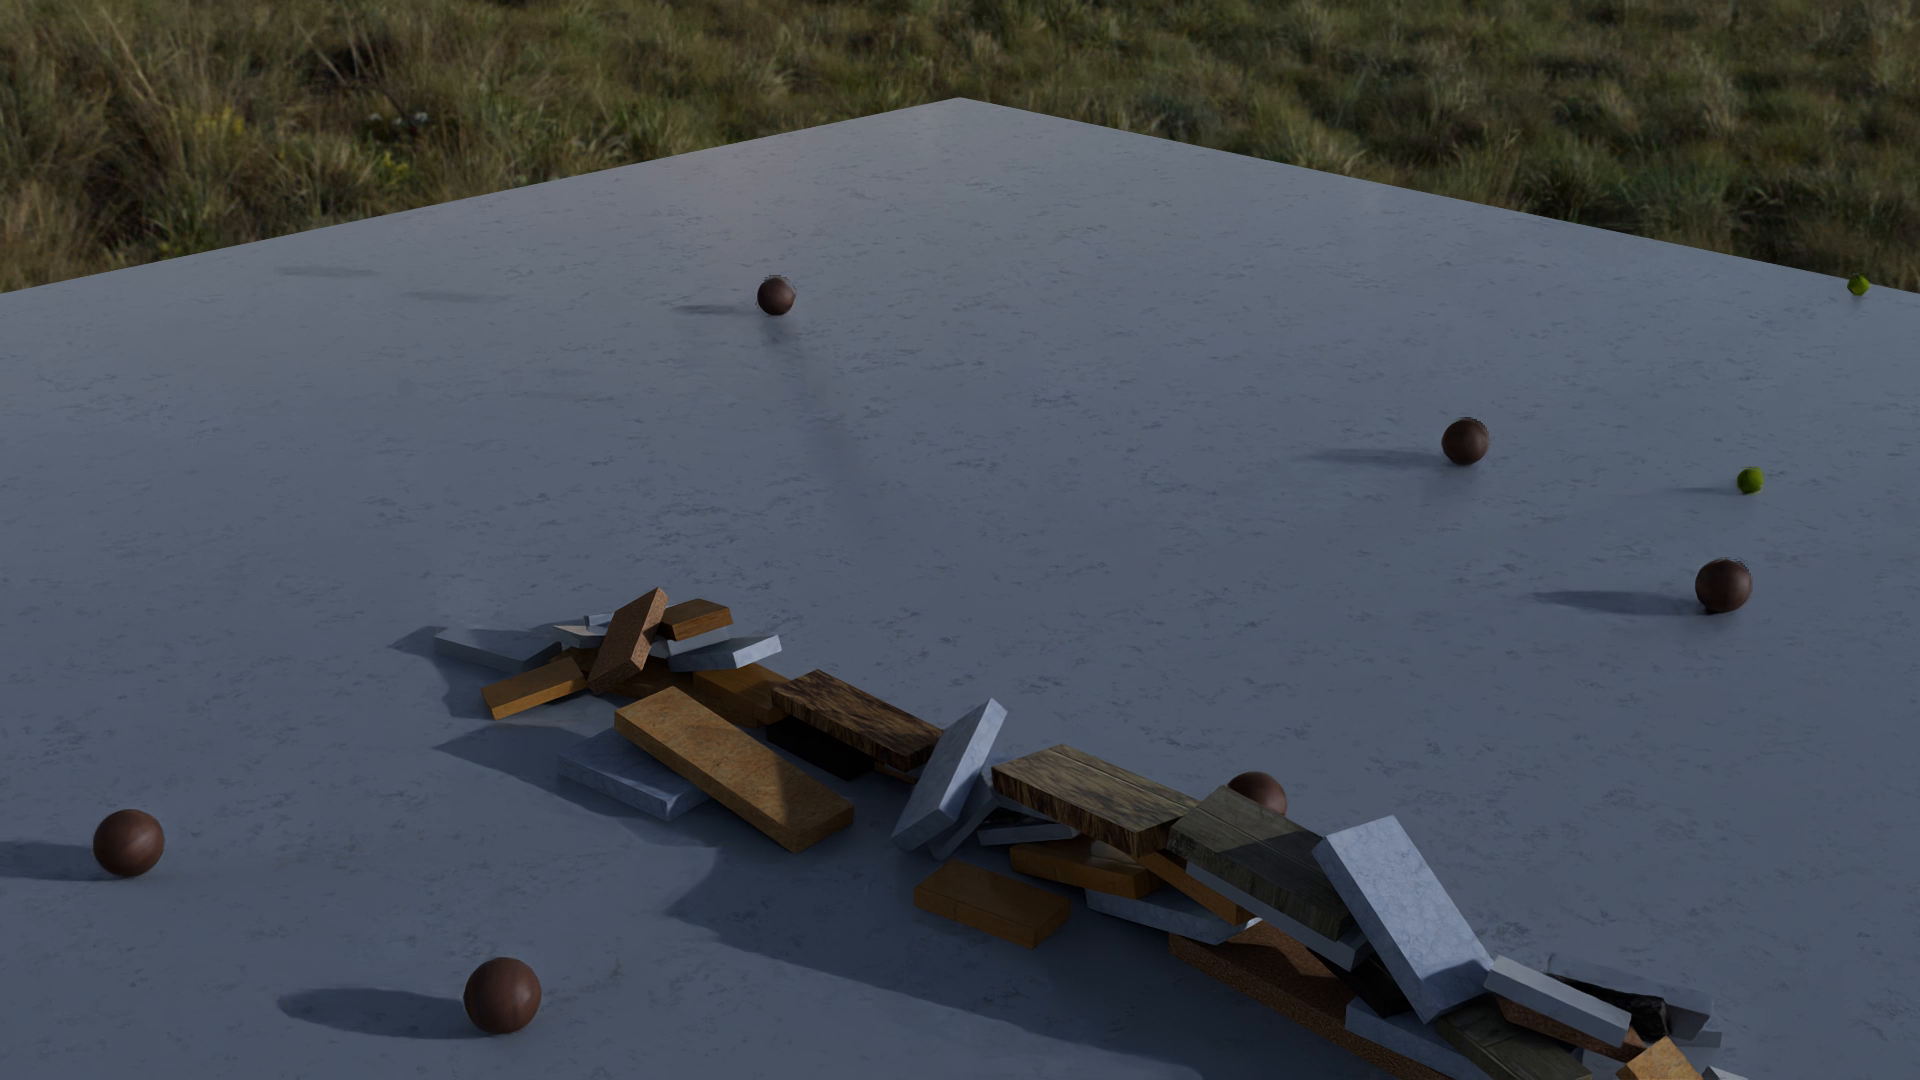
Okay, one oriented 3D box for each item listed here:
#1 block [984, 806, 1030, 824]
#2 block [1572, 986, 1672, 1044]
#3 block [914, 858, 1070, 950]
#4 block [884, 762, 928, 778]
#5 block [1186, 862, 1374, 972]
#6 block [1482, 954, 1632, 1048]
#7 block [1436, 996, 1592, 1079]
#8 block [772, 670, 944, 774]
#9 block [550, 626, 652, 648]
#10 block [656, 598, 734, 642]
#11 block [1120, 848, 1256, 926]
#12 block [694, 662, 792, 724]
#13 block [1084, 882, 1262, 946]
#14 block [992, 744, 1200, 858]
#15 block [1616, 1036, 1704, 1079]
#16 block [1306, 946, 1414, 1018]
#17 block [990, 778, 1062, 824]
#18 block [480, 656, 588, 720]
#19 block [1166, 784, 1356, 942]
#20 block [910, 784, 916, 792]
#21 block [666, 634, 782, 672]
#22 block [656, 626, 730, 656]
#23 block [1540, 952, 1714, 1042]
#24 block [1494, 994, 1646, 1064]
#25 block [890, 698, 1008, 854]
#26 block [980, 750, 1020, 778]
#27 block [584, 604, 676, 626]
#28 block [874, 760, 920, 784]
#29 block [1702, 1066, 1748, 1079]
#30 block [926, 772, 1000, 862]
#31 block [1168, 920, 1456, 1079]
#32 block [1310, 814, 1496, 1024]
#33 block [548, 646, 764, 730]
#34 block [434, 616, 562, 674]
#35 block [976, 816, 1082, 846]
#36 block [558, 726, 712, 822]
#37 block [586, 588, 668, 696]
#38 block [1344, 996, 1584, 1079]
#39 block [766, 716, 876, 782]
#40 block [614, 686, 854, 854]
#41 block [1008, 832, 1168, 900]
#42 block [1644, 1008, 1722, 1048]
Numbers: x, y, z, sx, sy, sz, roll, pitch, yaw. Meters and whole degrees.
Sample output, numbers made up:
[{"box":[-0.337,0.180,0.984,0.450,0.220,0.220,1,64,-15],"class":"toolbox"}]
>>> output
[{"box":[0.057,0.524,4.404,0.224,0.032,0.112,-1,15,43],"class":"block"},{"box":[1.064,0.790,3.681,0.229,0.114,0.032,2,55,28],"class":"block"},{"box":[0.060,0.678,4.114,0.265,0.037,0.132,15,27,31],"class":"block"},{"box":[-0.081,0.465,4.531,0.138,0.020,0.069,13,26,38],"class":"block"},{"box":[0.587,0.609,3.844,0.346,0.049,0.173,28,37,31],"class":"block"},{"box":[0.971,0.748,3.570,0.229,0.032,0.114,23,9,18],"class":"block"},{"box":[0.887,0.823,3.529,0.117,0.033,0.233,-12,26,-26],"class":"block"},{"box":[-0.212,0.378,4.643,0.406,0.038,0.135,22,32,39],"class":"block"},{"box":[-0.829,0.225,5.094,0.107,0.030,0.213,14,7,41],"class":"block"},{"box":[-0.623,0.181,5.027,0.135,0.038,0.270,-18,9,-20],"class":"block"},{"box":[0.450,0.582,4.006,0.166,0.047,0.331,-16,29,-33],"class":"block"},{"box":[-0.456,0.328,4.844,0.128,0.036,0.257,-21,31,-41],"class":"block"},{"box":[0.404,0.659,4.048,0.166,0.047,0.331,-20,16,-37],"class":"block"},{"box":[0.260,0.485,4.141,0.172,0.049,0.466,-15,17,-30],"class":"block"},{"box":[1.147,0.901,3.451,0.114,0.032,0.229,-19,61,-38],"class":"block"},{"box":[0.705,0.727,3.754,0.117,0.033,0.233,-10,24,-22],"class":"block"},{"box":[0.150,0.498,4.296,0.112,0.032,0.224,-20,20,-42],"class":"block"},{"box":[-0.950,0.329,4.897,0.213,0.030,0.107,-20,29,-18],"class":"block"},{"box":[0.552,0.558,3.827,0.344,0.049,0.172,27,36,29],"class":"block"},{"box":[-0.028,0.497,4.495,0.138,0.020,0.069,-10,8,44],"class":"block"},{"box":[-0.527,0.254,4.903,0.128,0.036,0.257,-21,10,-41],"class":"block"},{"box":[-0.624,0.213,5.081,0.135,0.038,0.270,-17,9,-13],"class":"block"},{"box":[1.111,0.766,3.688,0.265,0.132,0.037,13,61,11],"class":"block"},{"box":[0.996,0.788,3.590,0.229,0.032,0.114,20,9,1],"class":"block"},{"box":[-0.021,0.466,4.370,0.161,0.046,0.321,-38,16,41],"class":"block"},{"box":[0.220,0.523,4.480,0.434,0.037,0.132,13,26,28],"class":"block"},{"box":[-0.783,0.182,5.243,0.213,0.030,0.107,-7,1,-16],"class":"block"},{"box":[-0.111,0.474,4.587,0.069,0.020,0.138,-19,19,-36],"class":"block"},{"box":[1.276,0.922,3.511,0.085,0.024,0.212,21,16,-21],"class":"block"},{"box":[0.001,0.541,4.294,0.024,0.171,0.086,38,12,-31],"class":"block"},{"box":[0.690,0.807,3.797,0.173,0.049,0.724,-20,30,-39],"class":"block"},{"box":[0.755,0.635,3.706,0.172,0.049,0.344,-10,56,-37],"class":"block"},{"box":[-0.660,0.322,4.954,0.563,0.038,0.135,12,26,25],"class":"block"},{"box":[-1.079,0.246,5.133,0.270,0.038,0.135,12,26,27],"class":"block"},{"box":[0.156,0.556,4.294,0.224,0.032,0.112,-11,7,38],"class":"block"},{"box":[-0.664,0.482,4.565,0.321,0.046,0.161,17,28,35],"class":"block"},{"box":[-0.748,0.226,4.959,0.135,0.038,0.270,-28,27,25],"class":"block"},{"box":[0.834,0.818,3.644,0.346,0.049,0.173,19,29,37],"class":"block"},{"box":[-0.281,0.433,4.693,0.256,0.036,0.128,21,31,41],"class":"block"},{"box":[-0.468,0.463,4.503,0.549,0.046,0.161,29,35,34],"class":"block"},{"box":[0.268,0.603,4.177,0.166,0.047,0.331,-20,16,-39],"class":"block"},{"box":[1.179,0.821,3.784,0.229,0.032,0.114,2,23,4],"class":"block"}]
